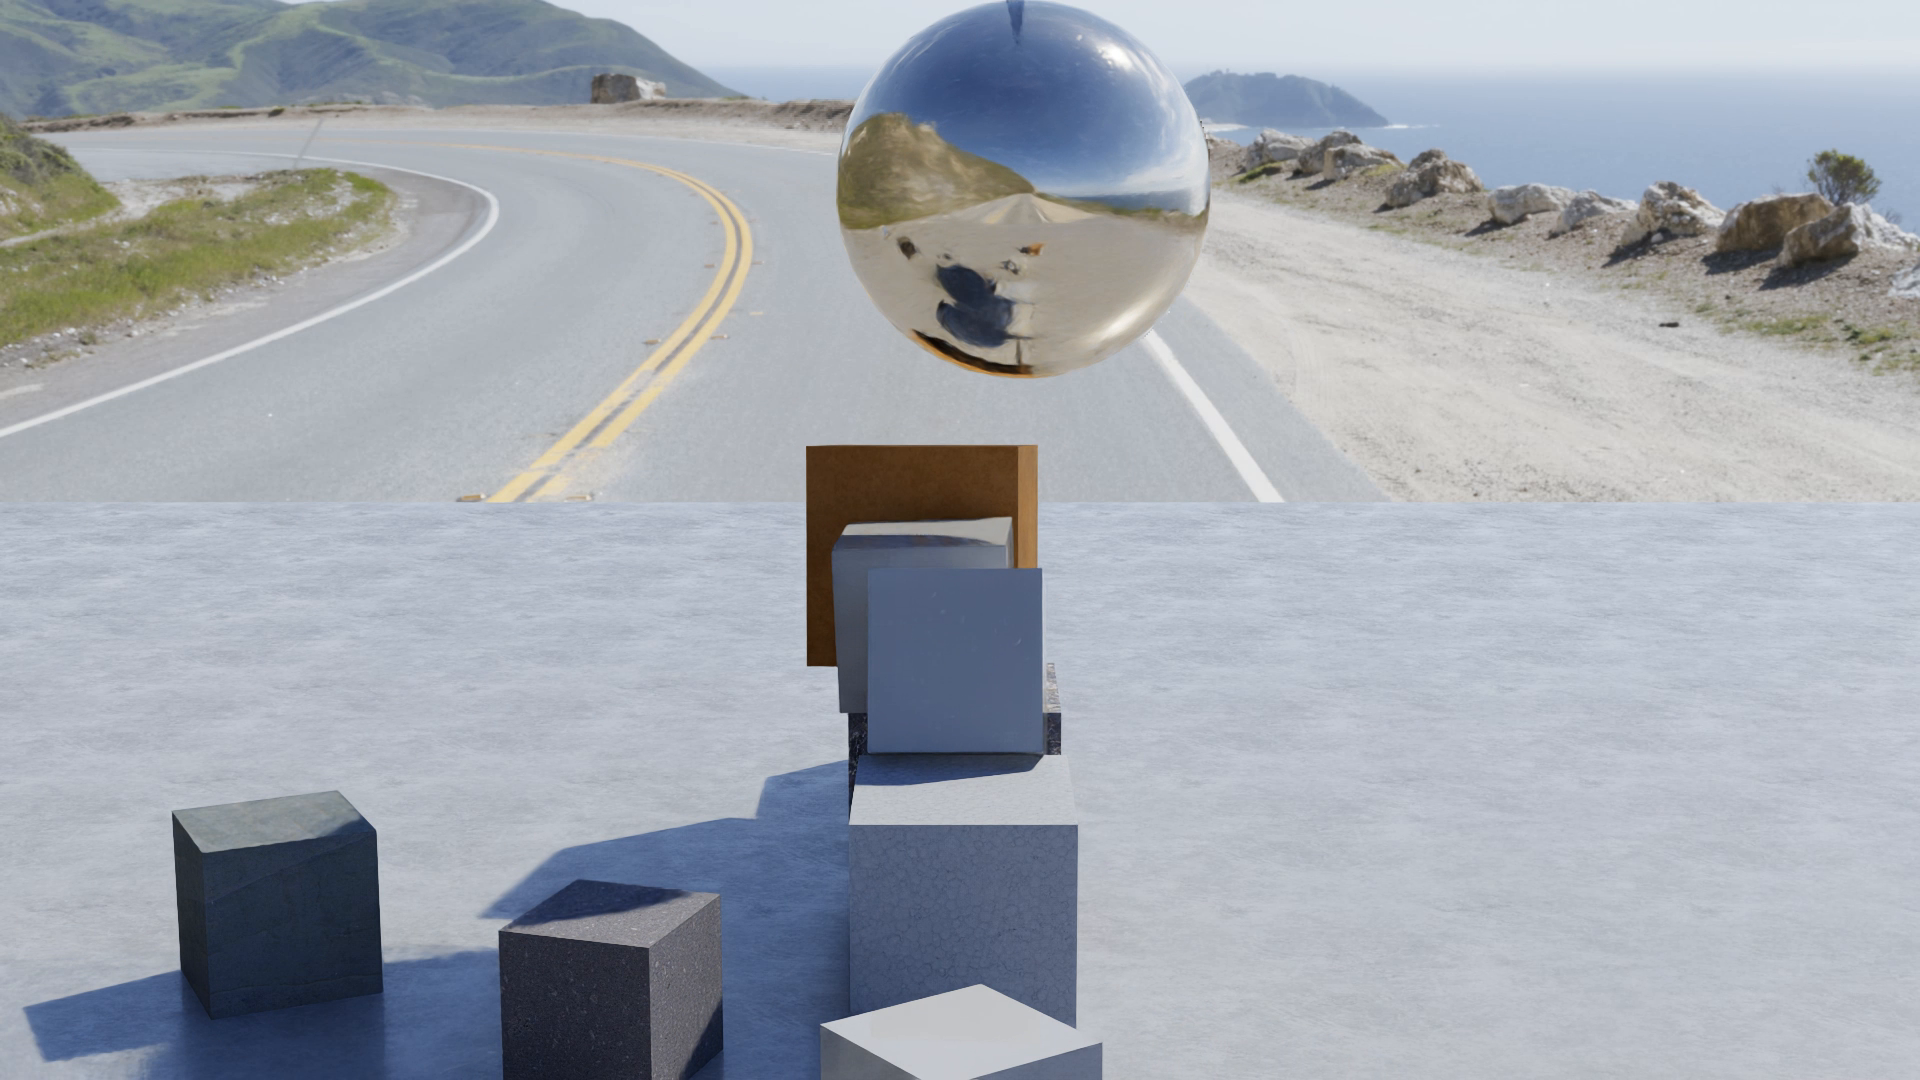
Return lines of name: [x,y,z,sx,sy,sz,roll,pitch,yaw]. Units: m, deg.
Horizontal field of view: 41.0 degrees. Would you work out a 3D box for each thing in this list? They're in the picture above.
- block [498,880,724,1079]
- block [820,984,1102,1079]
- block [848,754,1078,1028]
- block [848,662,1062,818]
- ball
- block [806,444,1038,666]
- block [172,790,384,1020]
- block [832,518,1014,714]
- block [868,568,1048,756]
block: [-1.229,1.602,9.111,0.570,0.587,0.608,3,11,18]
block: [0.001,1.810,7.951,0.619,0.593,0.628,-7,13,-35]
block: [0.012,1.351,9.819,0.828,0.829,0.964,0,10,0]
block: [-0.021,1.053,11.493,0.911,0.815,0.946,0,10,0]
ball: [0.268,-1.485,10.910,1.600,1.600,1.600,0,10,0]
block: [-0.162,0.057,12.067,0.968,1.004,0.910,0,3,7]
block: [-2.664,1.407,10.002,0.651,0.652,0.626,-5,12,-26]
block: [-0.139,0.317,11.187,0.736,0.705,0.724,-2,10,4]
block: [0.000,0.521,10.410,0.687,0.723,0.663,0,-9,3]
